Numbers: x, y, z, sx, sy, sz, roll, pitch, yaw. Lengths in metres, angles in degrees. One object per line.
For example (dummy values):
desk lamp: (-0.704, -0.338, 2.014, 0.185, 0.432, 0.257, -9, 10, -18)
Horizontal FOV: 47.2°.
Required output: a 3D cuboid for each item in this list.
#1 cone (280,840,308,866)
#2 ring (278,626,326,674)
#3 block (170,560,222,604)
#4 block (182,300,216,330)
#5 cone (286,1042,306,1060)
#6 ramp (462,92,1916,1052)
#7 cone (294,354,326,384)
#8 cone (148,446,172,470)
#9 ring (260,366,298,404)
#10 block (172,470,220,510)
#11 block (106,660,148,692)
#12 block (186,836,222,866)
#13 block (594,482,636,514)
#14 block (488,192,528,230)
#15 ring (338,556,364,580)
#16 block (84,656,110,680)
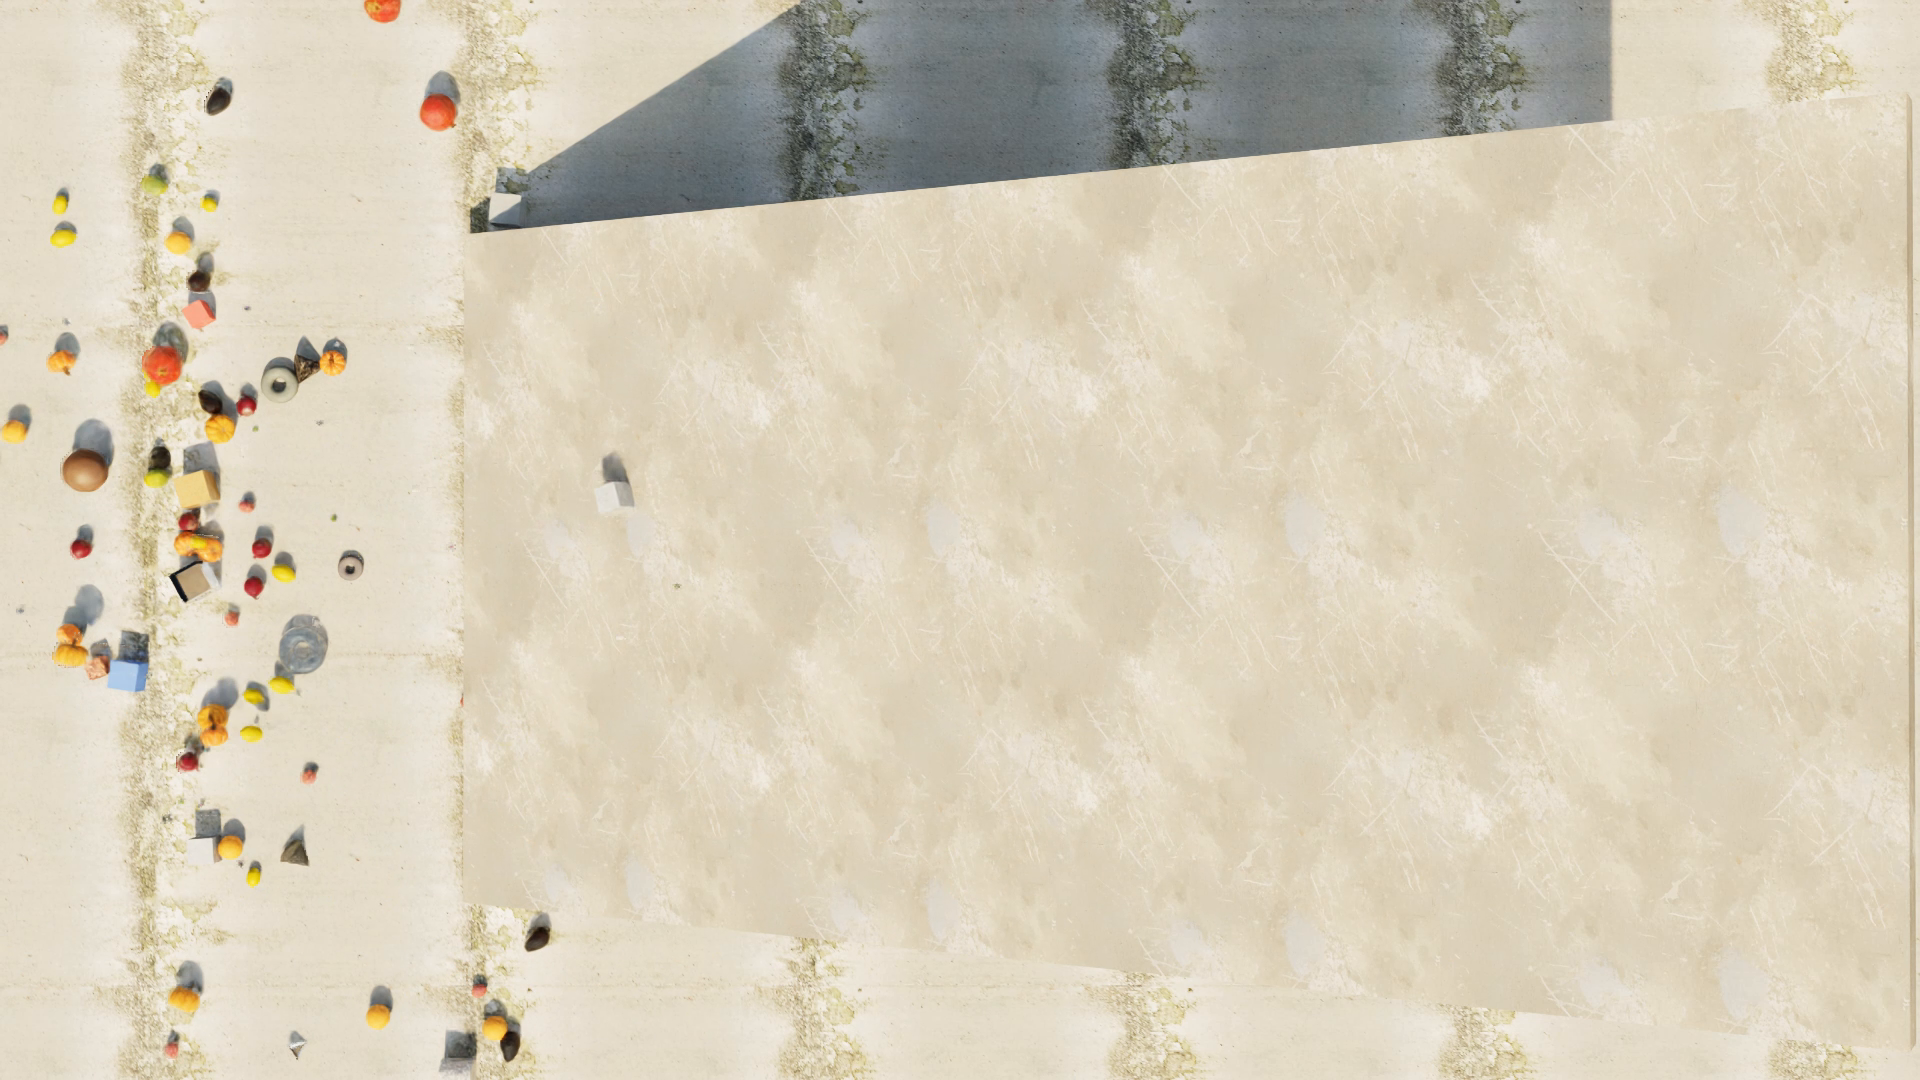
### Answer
cone: (-1.997, 0.963, 6.644, 0.081, 0.081, 0.081, -43, 117, 0)
ring: (-1.987, 0.334, 6.645, 0.147, 0.049, 0.147, 0, 91, 0)
block: (-2.303, 0.126, 6.623, 0.095, 0.095, 0.095, -29, 90, 0)
block: (-2.301, -0.681, 6.647, 0.062, 0.062, 0.062, -28, 90, 0)
cone: (-1.995, 1.533, 6.645, 0.055, 0.055, 0.055, -37, 90, -27)
ramp: (0.269, 0.074, 5.625, 4.000, 0.100, 2.000, 0, 89, 30)
cone: (-1.960, -0.523, 6.657, 0.090, 0.090, 0.090, -9, 89, -27)
cone: (-2.429, -0.249, 6.639, 0.071, 0.071, 0.071, 0, 89, 0)
ring: (-2.059, -0.472, 6.658, 0.115, 0.038, 0.115, 0, 90, -1)
block: (-2.300, -0.151, 6.627, 0.092, 0.092, 0.092, -16, 89, 0)
block: (-2.507, 0.408, 6.626, 0.084, 0.084, 0.084, 9, 89, 0)
block: (-2.276, 0.934, 6.624, 0.077, 0.077, 0.077, -4, 89, 0)
block: (-0.980, -0.119, 6.250, 0.075, 0.075, 0.075, -19, 80, 29)
block: (-1.364, -0.993, 6.637, 0.090, 0.090, 0.090, 6, 89, 0)
ring: (-1.846, 0.085, 6.658, 0.078, 0.026, 0.078, 0, 90, -1)
block: (-2.603, 0.387, 6.641, 0.054, 0.054, 0.054, -22, 89, 0)
